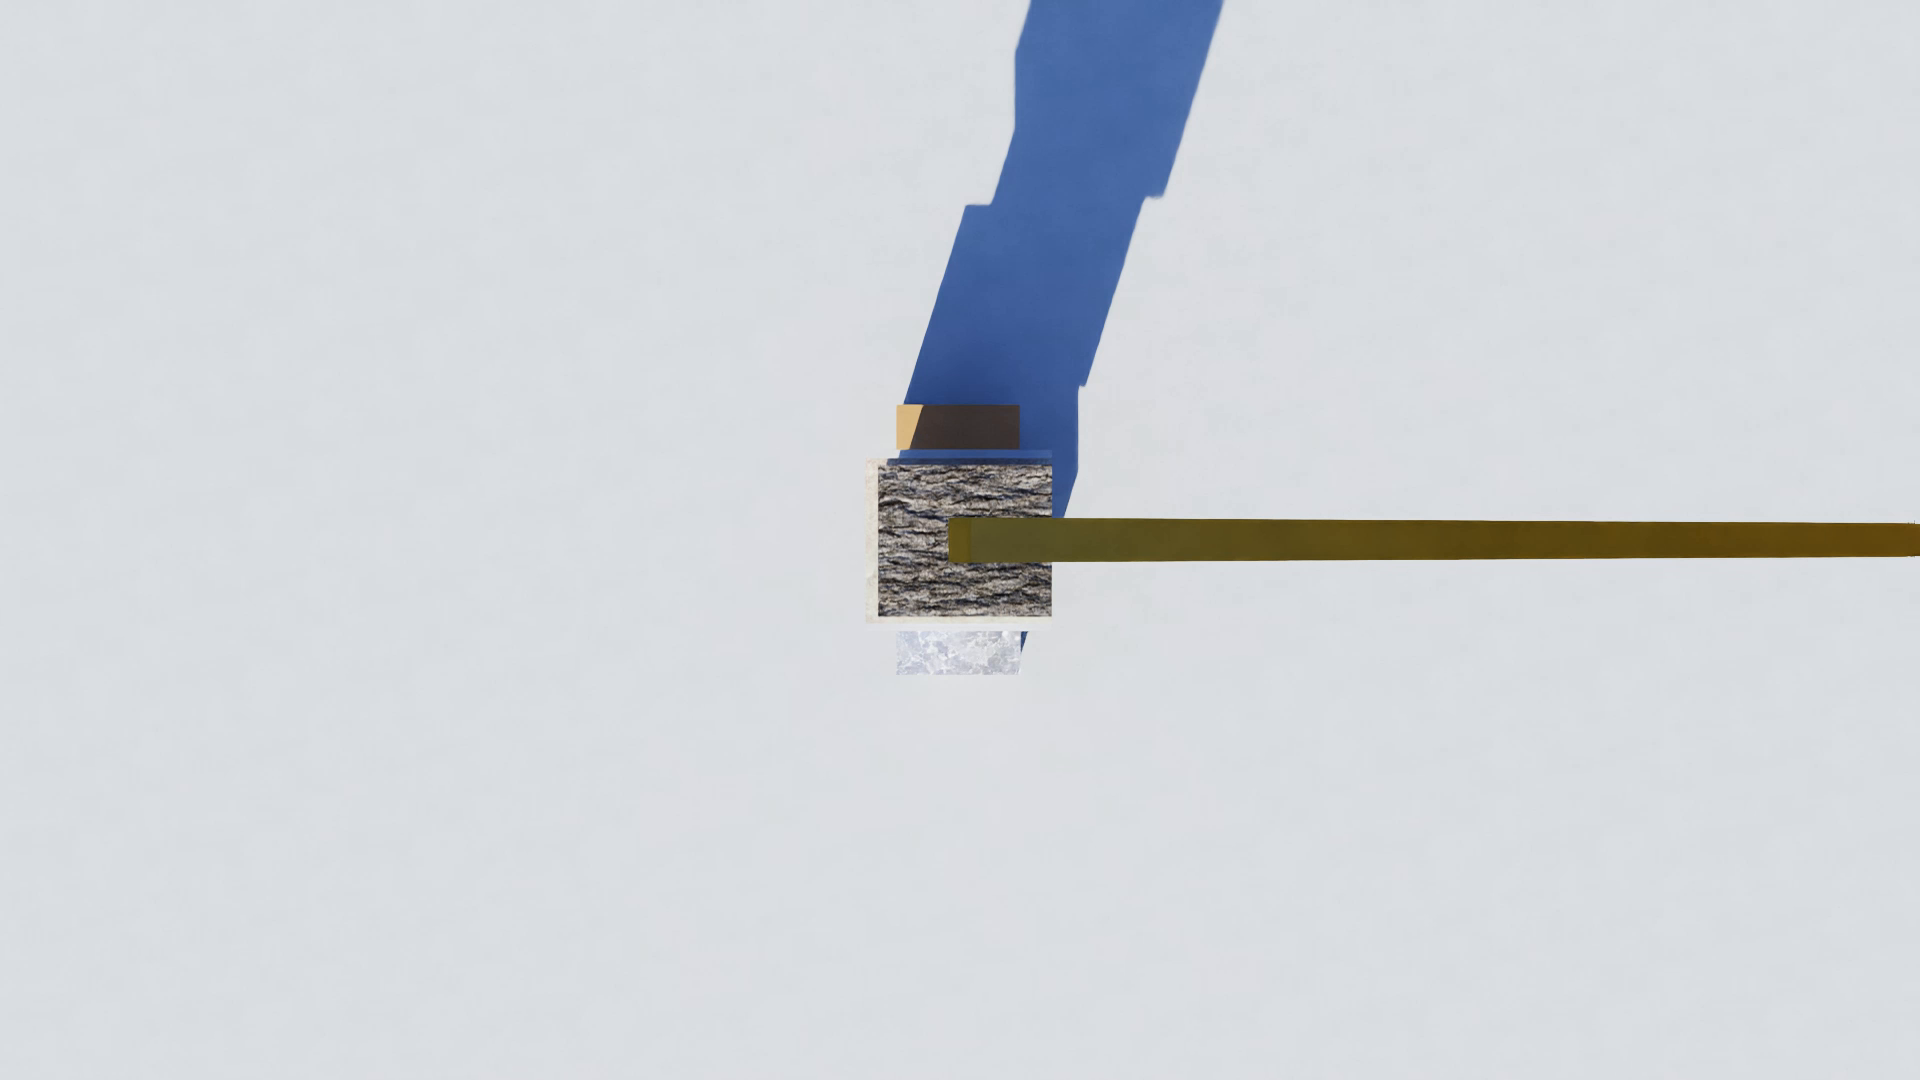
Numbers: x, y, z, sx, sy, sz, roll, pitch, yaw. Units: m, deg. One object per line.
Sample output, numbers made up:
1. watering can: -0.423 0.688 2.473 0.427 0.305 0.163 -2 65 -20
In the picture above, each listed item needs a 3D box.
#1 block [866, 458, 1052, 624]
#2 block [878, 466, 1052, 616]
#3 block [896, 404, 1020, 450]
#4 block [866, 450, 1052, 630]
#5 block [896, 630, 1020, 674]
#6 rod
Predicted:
1. block: -0.005 0.003 8.801 0.719 0.679 0.635 0 90 0
2. block: 0.017 0.003 8.141 0.619 0.641 0.540 0 90 0
3. block: -0.011 -0.397 12.598 0.683 0.805 0.708 0 90 0
4. block: -0.007 0.001 10.931 0.883 0.956 0.862 0 90 0
5. block: -0.008 0.359 12.623 0.692 0.754 0.783 0 90 0
6. rod: 2.234 0.000 5.223 5.200 0.080 0.080 0 90 -31
